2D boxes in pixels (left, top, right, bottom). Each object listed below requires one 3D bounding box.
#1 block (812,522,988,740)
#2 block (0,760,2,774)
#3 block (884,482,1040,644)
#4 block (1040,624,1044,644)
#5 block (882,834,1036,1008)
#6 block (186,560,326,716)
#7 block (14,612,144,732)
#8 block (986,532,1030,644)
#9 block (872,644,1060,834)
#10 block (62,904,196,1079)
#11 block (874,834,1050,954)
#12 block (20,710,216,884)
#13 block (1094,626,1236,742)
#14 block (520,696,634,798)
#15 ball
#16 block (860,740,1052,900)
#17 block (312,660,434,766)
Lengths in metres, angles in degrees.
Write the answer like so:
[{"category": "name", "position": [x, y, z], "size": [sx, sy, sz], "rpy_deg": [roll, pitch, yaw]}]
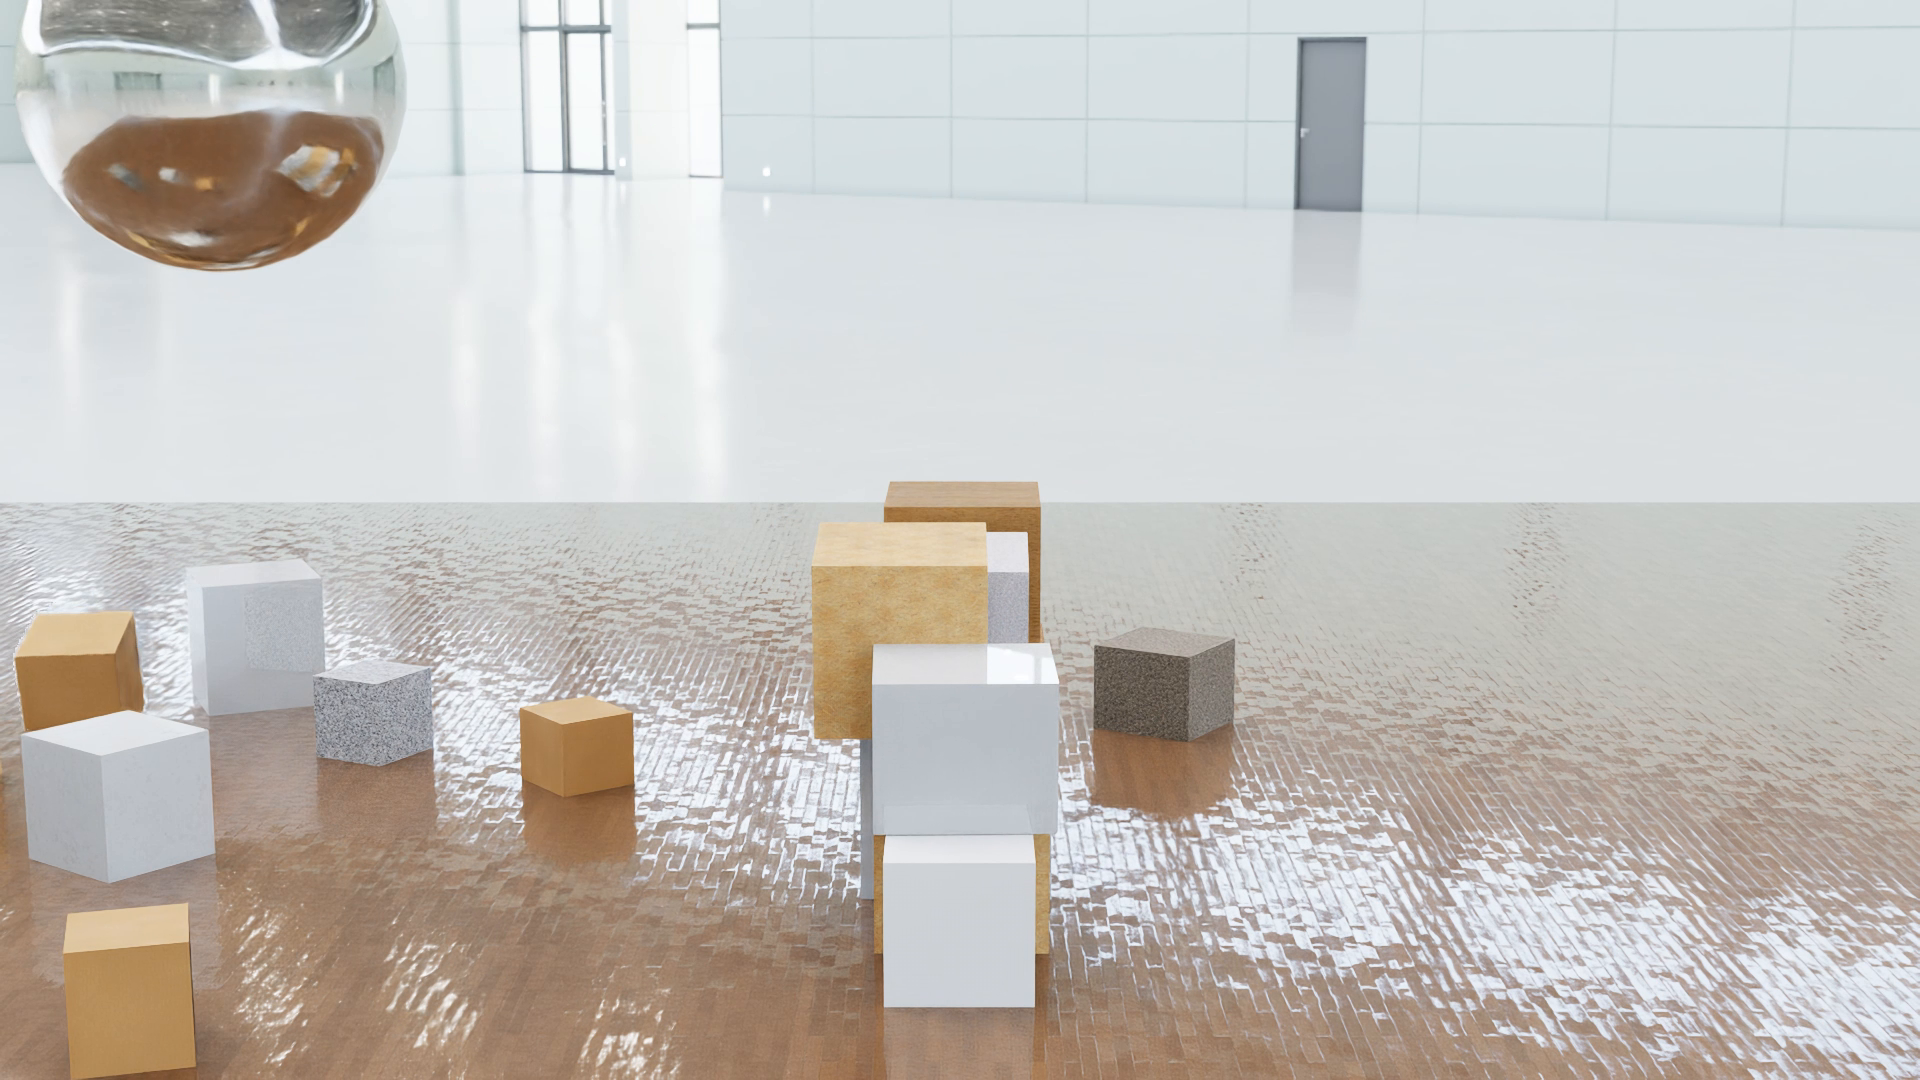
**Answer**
[{"category": "block", "position": [-0.246, 0.374, 10.845], "size": [0.716, 0.745, 0.677], "rpy_deg": [0, 16, 0]}, {"category": "block", "position": [-5.154, 0.974, 12.731], "size": [0.498, 0.529, 0.585], "rpy_deg": [2, 10, 8]}, {"category": "block", "position": [0.015, 0.114, 12.183], "size": [0.720, 0.675, 0.752], "rpy_deg": [0, 10, 1]}, {"category": "block", "position": [-0.017, 0.903, 12.162], "size": [0.831, 0.871, 0.780], "rpy_deg": [0, 10, 0]}, {"category": "block", "position": [-0.003, 1.445, 10.017], "size": [0.575, 0.572, 0.595], "rpy_deg": [0, 10, 0]}, {"category": "block", "position": [-3.991, 0.543, 14.551], "size": [0.650, 0.726, 0.623], "rpy_deg": [-5, 11, -24]}, {"category": "block", "position": [-4.655, 0.748, 13.597], "size": [0.499, 0.557, 0.521], "rpy_deg": [-2, 23, -6]}, {"category": "block", "position": [-0.009, 0.317, 11.495], "size": [0.624, 0.557, 0.585], "rpy_deg": [0, 17, 1]}, {"category": "block", "position": [0.014, 0.787, 10.262], "size": [0.722, 0.607, 0.627], "rpy_deg": [0, 12, -1]}, {"category": "block", "position": [-3.005, 1.629, 9.301], "size": [0.424, 0.468, 0.452], "rpy_deg": [-3, 11, -17]}, {"category": "block", "position": [0.007, 1.323, 10.655], "size": [0.706, 0.585, 0.683], "rpy_deg": [0, 10, 0]}, {"category": "block", "position": [-3.808, 1.151, 11.615], "size": [0.605, 0.580, 0.562], "rpy_deg": [8, 13, 37]}, {"category": "block", "position": [1.115, 0.780, 13.986], "size": [0.574, 0.462, 0.555], "rpy_deg": [6, 12, 31]}, {"category": "block", "position": [-1.922, 1.030, 12.869], "size": [0.400, 0.368, 0.440], "rpy_deg": [-8, 13, -37]}, {"category": "ball", "position": [-3.149, -1.930, 10.829], "size": [1.600, 1.600, 1.600], "rpy_deg": [0, 10, 0]}, {"category": "block", "position": [-0.012, 1.074, 11.375], "size": [0.820, 0.817, 0.806], "rpy_deg": [0, 10, 1]}, {"category": "block", "position": [-3.065, 0.899, 13.415], "size": [0.421, 0.432, 0.431], "rpy_deg": [5, 12, 27]}]
